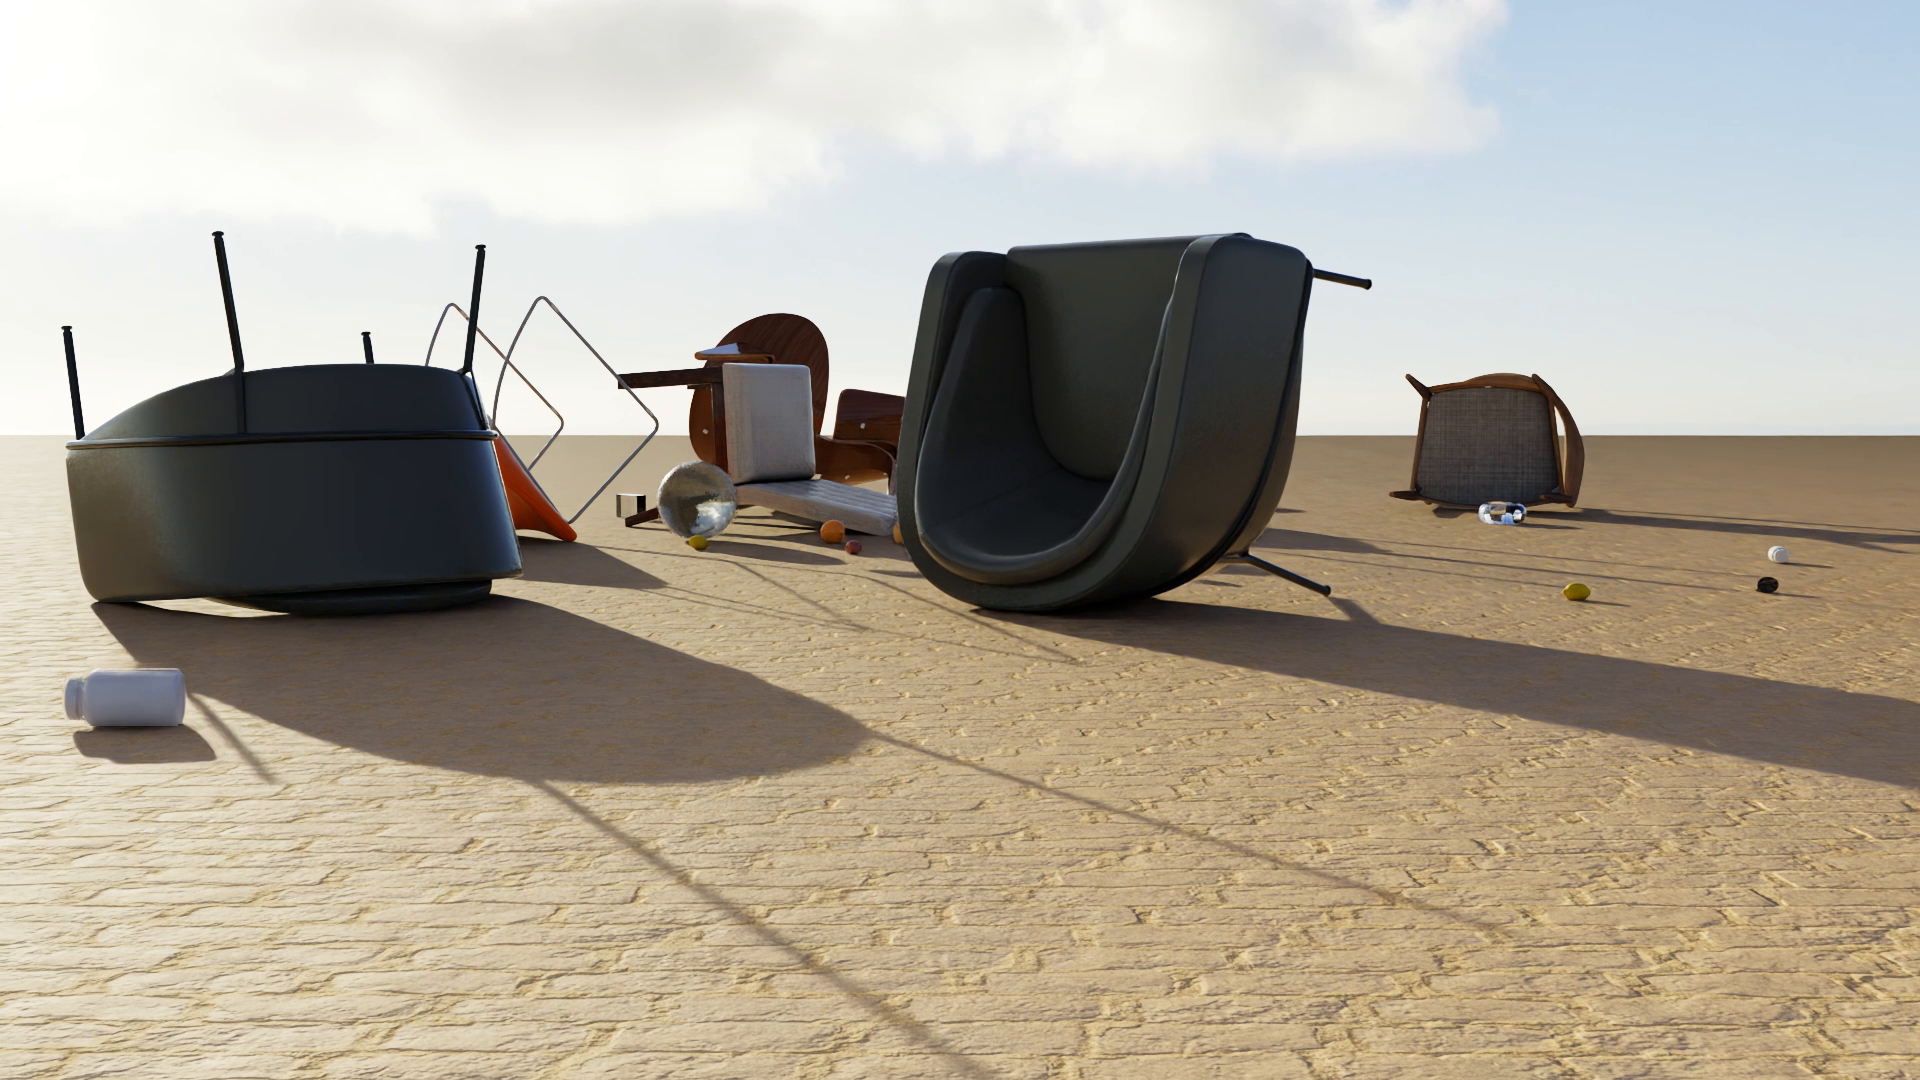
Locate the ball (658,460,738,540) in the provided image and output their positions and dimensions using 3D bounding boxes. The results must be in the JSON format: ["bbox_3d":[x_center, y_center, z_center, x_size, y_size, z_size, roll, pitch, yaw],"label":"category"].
[{"bbox_3d":[-0.780,-0.117,6.527,0.236,0.236,0.236,0,4,0],"label":"ball"}]

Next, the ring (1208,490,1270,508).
[{"bbox_3d":[1.058,-0.154,8.327,0.234,0.063,0.305,0,3,12],"label":"ring"}]

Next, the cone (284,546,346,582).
[{"bbox_3d":[-1.523,0.076,5.142,0.126,0.088,0.150,-19,2,4],"label":"cone"}]

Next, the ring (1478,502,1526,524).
[{"bbox_3d":[1.818,-0.091,7.373,0.146,0.069,0.239,-2,5,-5],"label":"ring"}]

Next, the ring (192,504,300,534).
[{"bbox_3d":[-2.233,-0.064,6.883,0.328,0.084,0.324,-2,4,-38],"label":"ring"}]

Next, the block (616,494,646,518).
[{"bbox_3d":[-1.148,-0.118,7.673,0.055,0.081,0.125,-3,5,-33],"label":"block"}]

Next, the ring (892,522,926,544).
[{"bbox_3d":[-0.149,-0.021,6.438,0.095,0.057,0.213,-2,3,-4],"label":"ring"}]
